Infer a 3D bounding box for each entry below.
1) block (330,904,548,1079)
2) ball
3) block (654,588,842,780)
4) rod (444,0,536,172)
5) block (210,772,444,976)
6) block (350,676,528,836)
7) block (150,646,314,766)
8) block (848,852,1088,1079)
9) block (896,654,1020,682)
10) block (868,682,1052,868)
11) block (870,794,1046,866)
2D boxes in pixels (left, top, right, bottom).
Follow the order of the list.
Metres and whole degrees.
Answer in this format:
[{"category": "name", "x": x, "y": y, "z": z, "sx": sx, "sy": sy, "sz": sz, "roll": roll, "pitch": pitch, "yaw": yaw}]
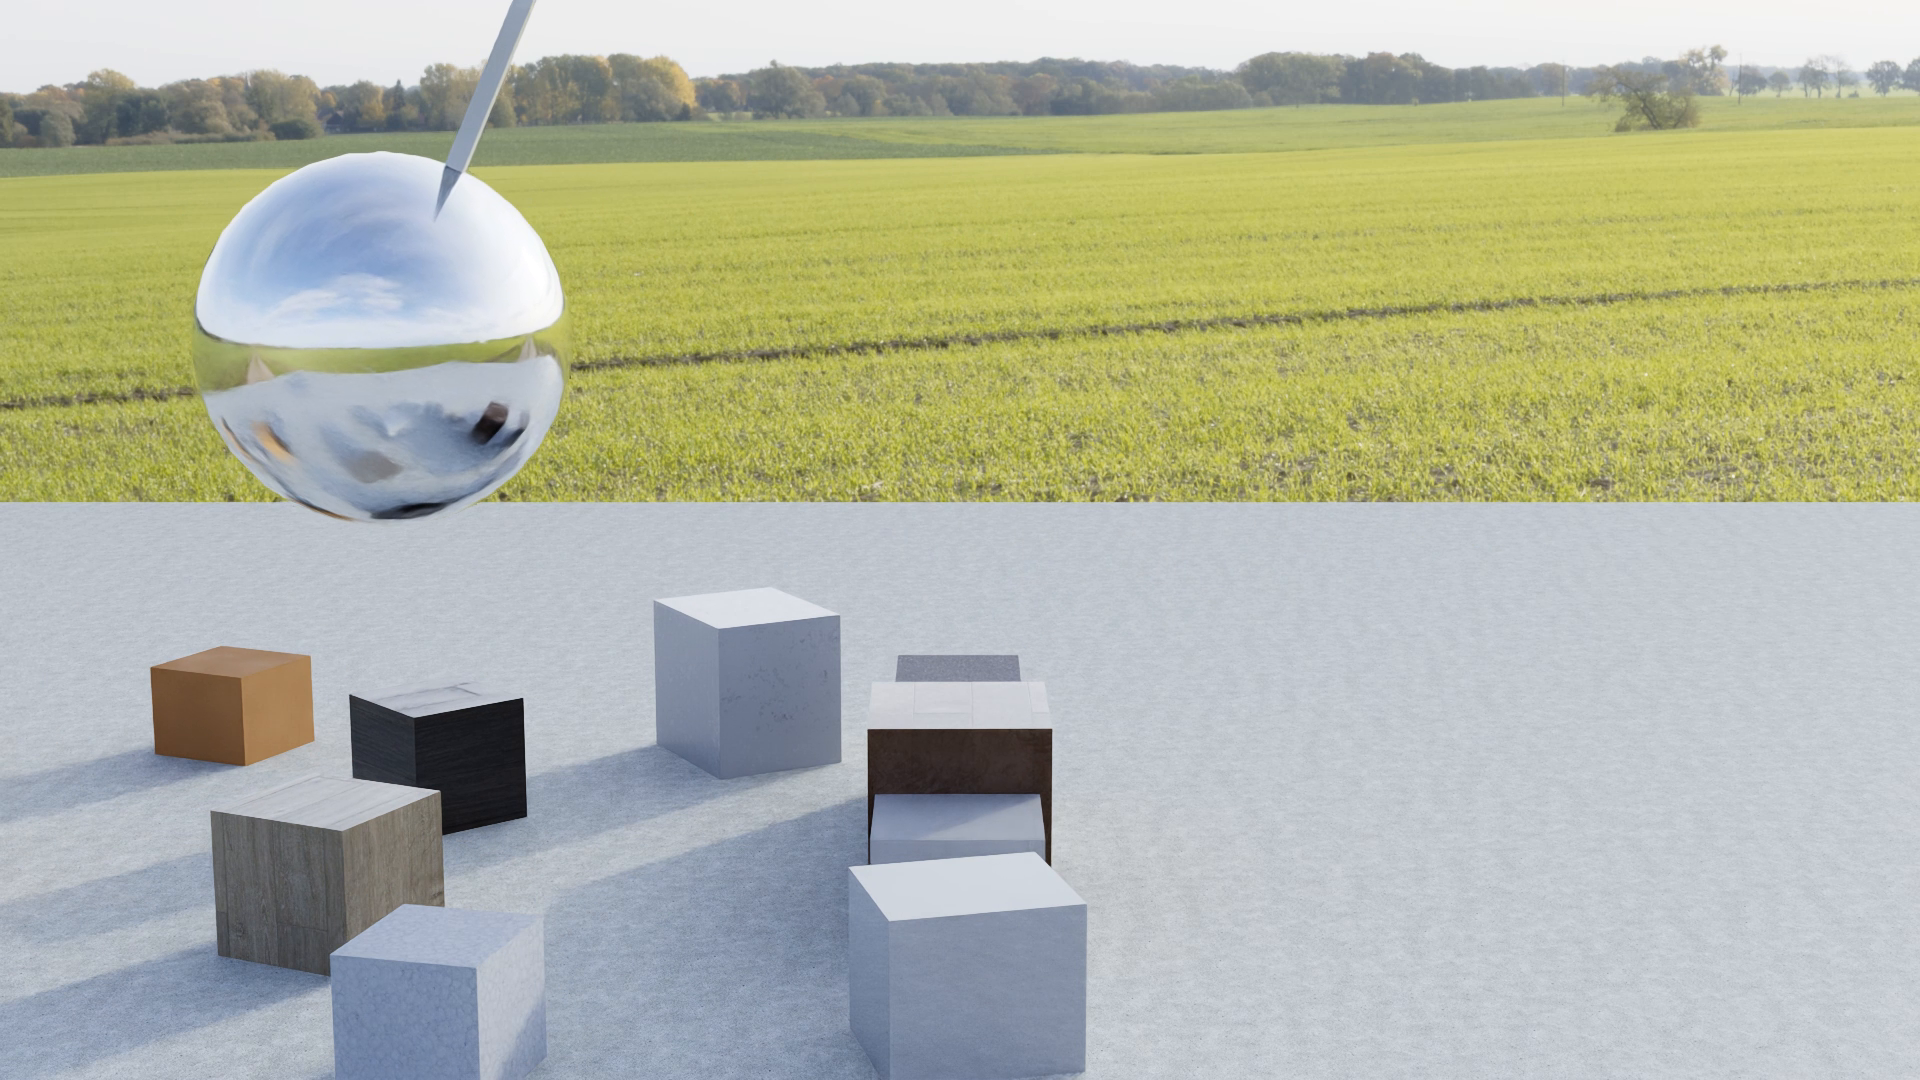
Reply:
[{"category": "block", "x": -1.826, "y": 1.644, "z": 9.033, "sx": 0.543, "sy": 0.533, "sz": 0.563, "roll": 3, "pitch": 11, "yaw": 14}, {"category": "ball", "x": -2.474, "y": -0.860, "z": 11.024, "sx": 1.600, "sy": 1.600, "sz": 1.600, "roll": 0, "pitch": 10, "yaw": 0}, {"category": "block", "x": -1.111, "y": 0.731, "z": 13.369, "sx": 0.683, "sy": 0.779, "sz": 0.825, "roll": -6, "pitch": 12, "yaw": -29}, {"category": "rod", "x": -1.072, "y": -3.907, "z": 10.470, "sx": 0.080, "sy": 5.200, "sz": 0.080, "roll": 24, "pitch": 9, "yaw": -4}, {"category": "block", "x": -2.561, "y": 1.352, "z": 10.432, "sx": 0.658, "sy": 0.607, "sz": 0.626, "roll": 5, "pitch": 11, "yaw": 25}, {"category": "block", "x": -2.494, "y": 1.030, "z": 12.262, "sx": 0.585, "sy": 0.587, "sz": 0.614, "roll": -9, "pitch": 14, "yaw": -41}, {"category": "block", "x": -3.823, "y": 0.866, "z": 13.498, "sx": 0.590, "sy": 0.467, "sz": 0.560, "roll": 5, "pitch": 11, "yaw": 24}, {"category": "block", "x": 0.018, "y": 1.550, "z": 9.300, "sx": 0.717, "sy": 0.623, "sz": 0.637, "roll": -3, "pitch": 11, "yaw": -15}, {"category": "block", "x": -0.009, "y": 0.952, "z": 12.466, "sx": 0.595, "sy": 0.667, "sz": 0.607, "roll": 0, "pitch": 10, "yaw": 0}, {"category": "block", "x": -0.004, "y": 1.118, "z": 11.061, "sx": 0.764, "sy": 0.842, "sz": 0.827, "roll": 0, "pitch": 10, "yaw": -1}, {"category": "block", "x": -0.010, "y": 1.388, "z": 10.351, "sx": 0.682, "sy": 0.565, "sz": 0.651, "roll": 0, "pitch": 10, "yaw": 0}]
